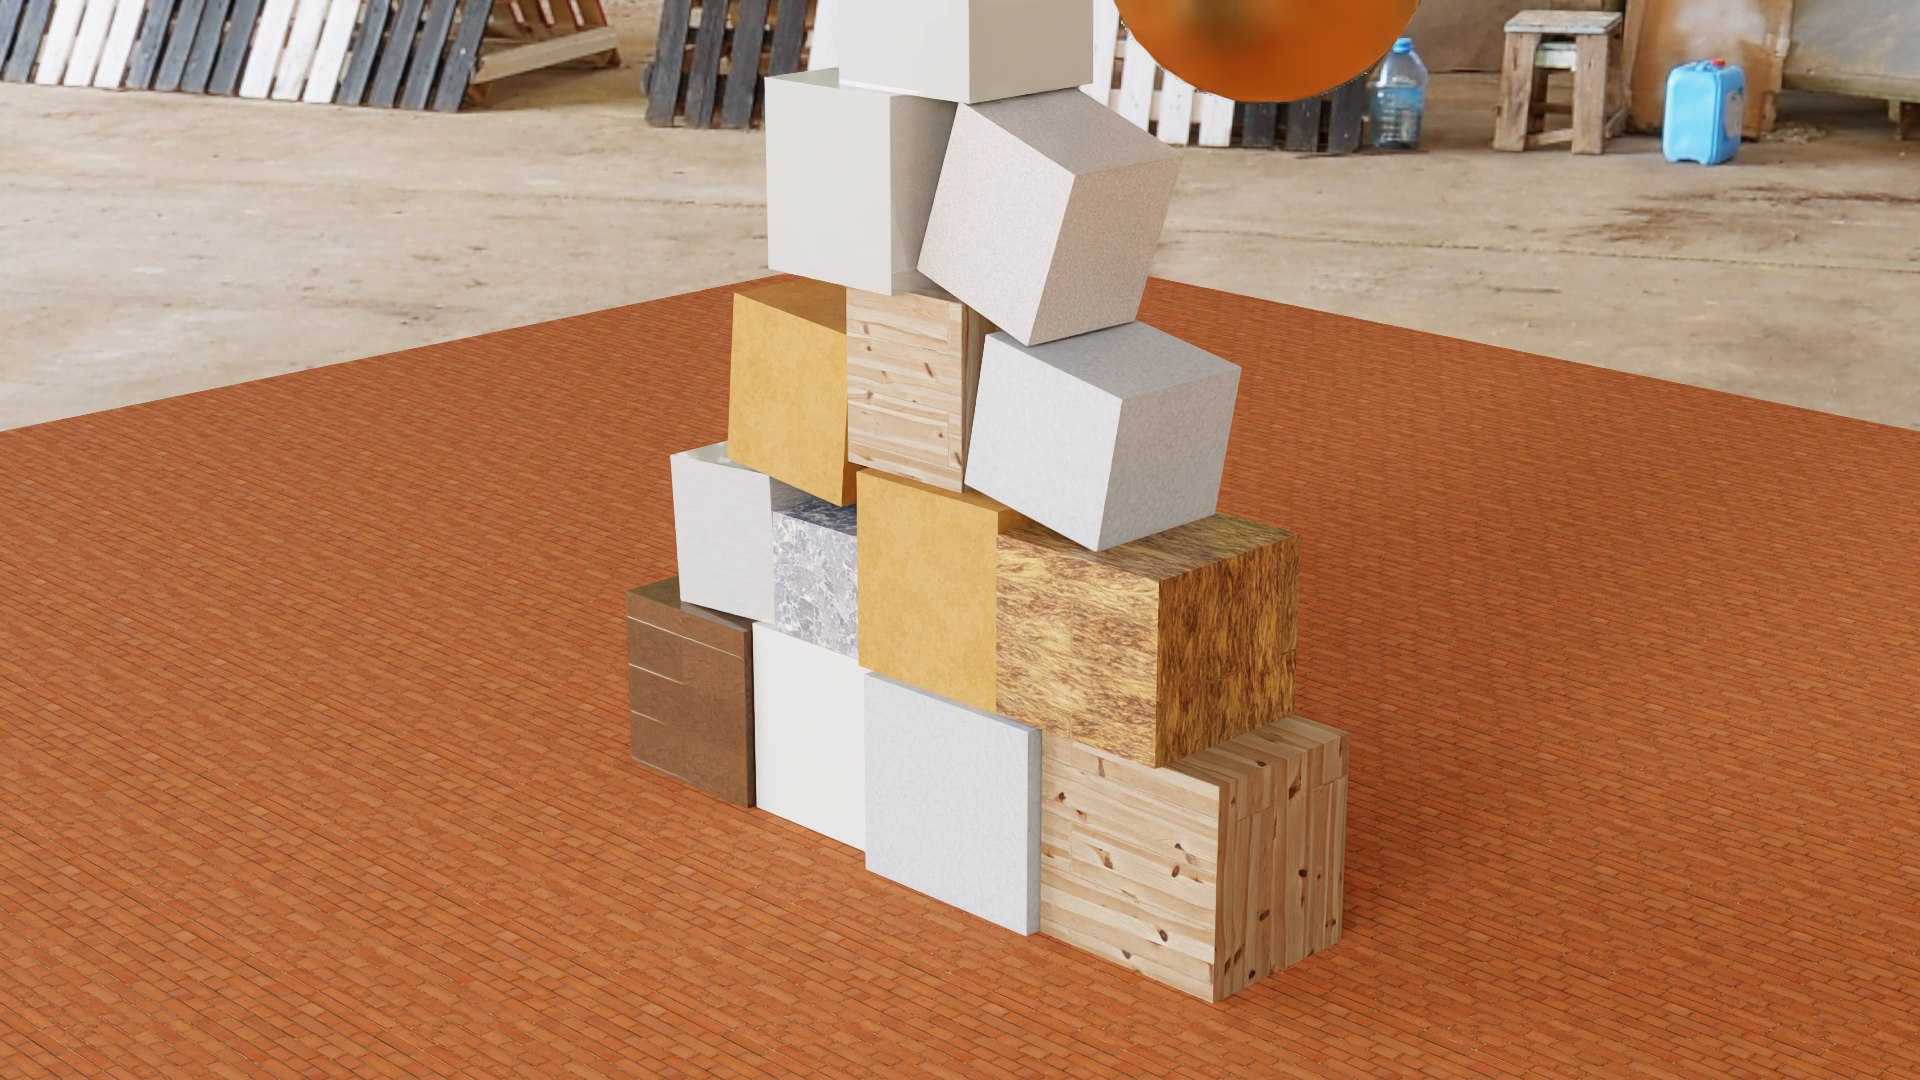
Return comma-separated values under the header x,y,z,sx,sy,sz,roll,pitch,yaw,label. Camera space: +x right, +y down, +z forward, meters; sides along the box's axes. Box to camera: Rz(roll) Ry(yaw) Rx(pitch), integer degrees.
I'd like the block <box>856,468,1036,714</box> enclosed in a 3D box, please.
x,y,z,sx,sy,sz,roll,pitch,yaw,label
0.172,0.130,13.211,0.911,0.919,0.880,-17,24,-42,block

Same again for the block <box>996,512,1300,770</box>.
x,y,z,sx,sy,sz,roll,pitch,yaw,label
0.802,0.363,12.596,0.913,0.816,0.918,-17,24,-42,block

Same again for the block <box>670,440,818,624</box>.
x,y,z,sx,sy,sz,roll,pitch,yaw,label
-0.886,-0.077,14.275,0.695,0.734,0.722,-17,20,-42,block

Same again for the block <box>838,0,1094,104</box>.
x,y,z,sx,sy,sz,roll,pitch,yaw,label
0.025,-2.273,12.627,0.794,0.618,0.762,16,24,43,block

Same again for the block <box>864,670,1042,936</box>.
x,y,z,sx,sy,sz,roll,pitch,yaw,label
0.282,1.063,13.368,1.000,0.956,1.026,-17,24,-42,block

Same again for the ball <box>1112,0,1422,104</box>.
x,y,z,sx,sy,sz,roll,pitch,yaw,label
1.467,-2.889,13.971,1.600,1.600,1.600,0,17,0,ball

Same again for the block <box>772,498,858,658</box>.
x,y,z,sx,sy,sz,roll,pitch,yaw,label
-0.394,0.141,13.778,0.697,0.585,0.662,-17,24,-42,block

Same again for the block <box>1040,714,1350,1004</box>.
x,y,z,sx,sy,sz,roll,pitch,yaw,label
1.008,1.271,12.685,0.862,0.969,0.990,-17,24,-42,block

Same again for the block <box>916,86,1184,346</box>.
x,y,z,sx,sy,sz,roll,pitch,yaw,label
0.379,-1.396,12.512,0.675,0.801,0.703,-17,43,-42,block

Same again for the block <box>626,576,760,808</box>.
x,y,z,sx,sy,sz,roll,pitch,yaw,label
-1.051,0.689,14.644,0.825,0.905,0.889,-17,24,-42,block

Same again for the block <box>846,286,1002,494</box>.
x,y,z,sx,sy,sz,roll,pitch,yaw,label
0.002,-0.755,13.095,0.709,0.839,0.721,-17,24,-42,block

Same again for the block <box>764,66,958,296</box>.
x,y,z,sx,sy,sz,roll,pitch,yaw,label
-0.248,-1.645,13.095,0.937,0.859,0.796,-17,24,-42,block

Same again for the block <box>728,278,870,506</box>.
x,y,z,sx,sy,sz,roll,pitch,yaw,label
-0.550,-0.720,13.711,0.690,0.812,0.801,-16,29,-42,block

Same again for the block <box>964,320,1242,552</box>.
x,y,z,sx,sy,sz,roll,pitch,yaw,label
0.608,-0.490,12.574,0.783,0.692,0.768,28,31,37,block

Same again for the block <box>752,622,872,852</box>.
x,y,z,sx,sy,sz,roll,pitch,yaw,label
-0.390,0.858,14.045,0.781,0.942,0.905,-17,24,-42,block
